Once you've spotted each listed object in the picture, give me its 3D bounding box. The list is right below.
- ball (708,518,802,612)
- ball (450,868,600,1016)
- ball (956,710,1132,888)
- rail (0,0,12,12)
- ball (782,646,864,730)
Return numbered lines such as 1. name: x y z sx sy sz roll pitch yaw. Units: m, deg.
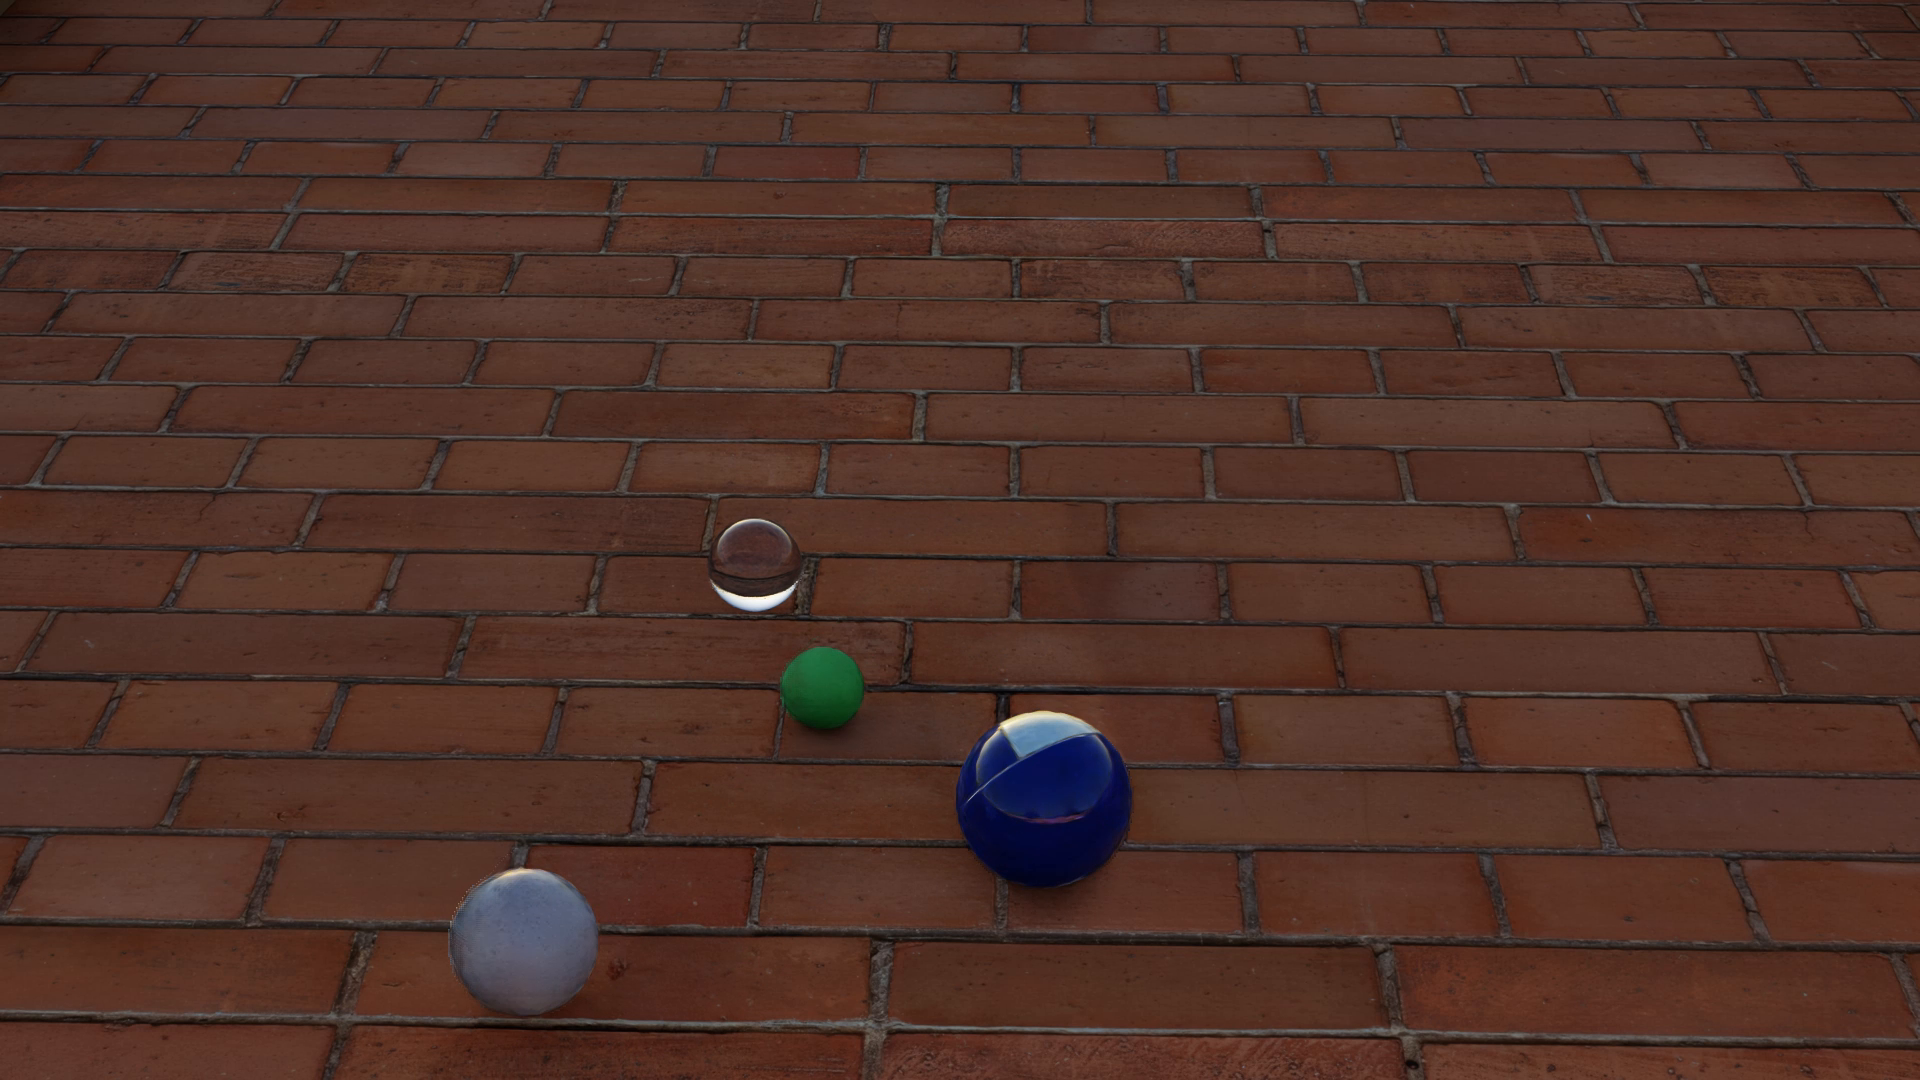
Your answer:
1. ball: -0.120 0.014 1.726 0.055 0.055 0.055 0 29 0
2. ball: -0.206 0.190 1.389 0.070 0.070 0.070 0 29 0
3. ball: 0.042 0.130 1.479 0.089 0.089 0.089 0 29 0
4. rail: -0.861 -0.450 2.500 0.045 0.128 3.436 1 29 1
5. ball: -0.075 0.081 1.614 0.045 0.045 0.045 0 29 0
